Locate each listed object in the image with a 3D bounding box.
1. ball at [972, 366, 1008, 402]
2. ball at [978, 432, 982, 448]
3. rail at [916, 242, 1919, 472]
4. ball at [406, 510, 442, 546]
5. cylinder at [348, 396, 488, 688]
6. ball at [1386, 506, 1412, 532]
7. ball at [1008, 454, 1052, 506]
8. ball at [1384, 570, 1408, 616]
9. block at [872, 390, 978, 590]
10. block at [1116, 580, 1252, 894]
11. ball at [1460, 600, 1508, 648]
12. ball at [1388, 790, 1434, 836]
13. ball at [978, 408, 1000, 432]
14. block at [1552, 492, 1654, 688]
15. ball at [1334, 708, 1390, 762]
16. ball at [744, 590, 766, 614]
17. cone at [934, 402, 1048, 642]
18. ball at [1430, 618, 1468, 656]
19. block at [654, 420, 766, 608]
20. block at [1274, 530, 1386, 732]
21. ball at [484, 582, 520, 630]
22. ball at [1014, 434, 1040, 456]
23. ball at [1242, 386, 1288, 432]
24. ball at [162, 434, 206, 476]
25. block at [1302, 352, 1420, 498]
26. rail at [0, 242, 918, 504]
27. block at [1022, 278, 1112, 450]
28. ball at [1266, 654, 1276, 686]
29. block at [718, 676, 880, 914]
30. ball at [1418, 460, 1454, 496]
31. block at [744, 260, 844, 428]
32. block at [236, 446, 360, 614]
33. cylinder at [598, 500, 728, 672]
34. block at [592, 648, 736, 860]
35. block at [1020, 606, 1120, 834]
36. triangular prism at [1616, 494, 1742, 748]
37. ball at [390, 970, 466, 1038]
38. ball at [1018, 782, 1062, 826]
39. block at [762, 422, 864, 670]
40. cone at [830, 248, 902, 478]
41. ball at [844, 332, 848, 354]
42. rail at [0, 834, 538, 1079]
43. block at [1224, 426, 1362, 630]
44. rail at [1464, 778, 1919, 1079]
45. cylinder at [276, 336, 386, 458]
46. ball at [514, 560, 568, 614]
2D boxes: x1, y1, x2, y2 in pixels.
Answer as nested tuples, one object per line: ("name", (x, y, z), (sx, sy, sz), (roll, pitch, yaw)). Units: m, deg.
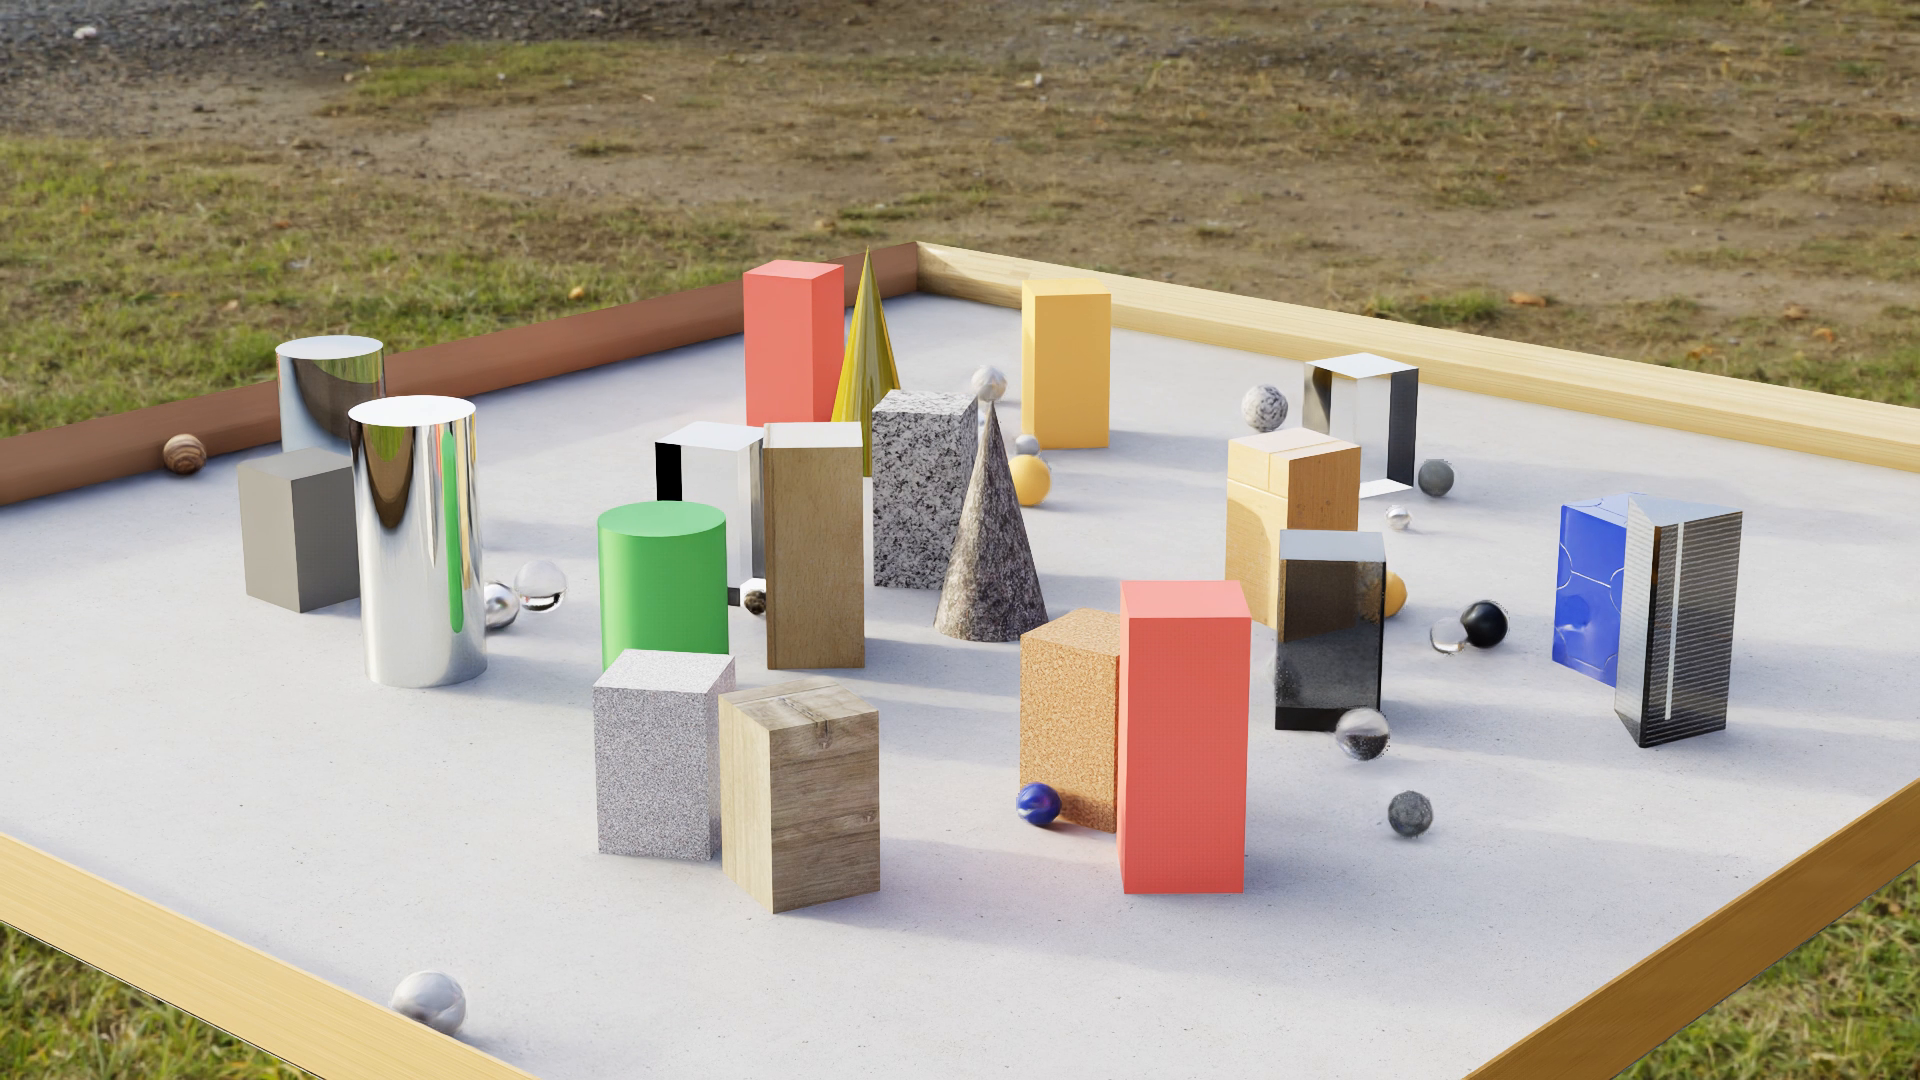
("ball", (0.065, -0.343, 6.455), (0.079, 0.079, 0.079), (0, 17, 0))
("ball", (0.051, -0.192, 5.986), (0.060, 0.060, 0.060), (0, 17, 0))
("rail", (1.208, -0.369, 6.452), (3.540, 0.128, 0.045), (14, 22, 39))
("ball", (-0.989, -0.022, 5.414), (0.065, 0.065, 0.065), (0, 17, 0))
("cylinder", (-0.867, 0.001, 4.701), (0.198, 0.431, 0.198), (0, 17, 0))
("ball", (0.824, -0.040, 5.505), (0.046, 0.046, 0.046), (0, 17, 0))
("ball", (0.128, -0.116, 5.669), (0.097, 0.097, 0.097), (0, 17, 0))
("ball", (0.724, 0.091, 5.011), (0.080, 0.080, 0.080), (0, 17, 0))
("block", (-0.060, -0.089, 5.196), (0.158, 0.319, 0.158), (3, 17, 11))
("block", (0.296, 0.262, 3.915), (0.158, 0.386, 0.158), (0, 17, -1))
("ball", (0.866, 0.140, 4.850), (0.079, 0.079, 0.079), (0, 17, 0))
("ball", (0.627, 0.381, 4.078), (0.064, 0.064, 0.064), (0, 17, 0))
("ball", (0.045, -0.238, 6.118), (0.073, 0.073, 0.073), (0, 17, 0))
("block", (1.076, 0.079, 4.731), (0.158, 0.266, 0.158), (-9, 19, -28))
("ball", (0.597, 0.288, 4.357), (0.080, 0.080, 0.080), (0, 17, 0))
("ball", (-0.348, 0.107, 5.026), (0.042, 0.042, 0.042), (0, 17, 0))
("cone", (0.053, -0.047, 4.924), (0.198, 0.396, 0.198), (0, 17, 0))
("ball", (0.802, 0.159, 4.819), (0.062, 0.062, 0.062), (0, 17, 0))
("block", (-0.422, -0.048, 5.126), (0.158, 0.279, 0.158), (7, 18, 21))
("block", (0.568, 0.139, 4.517), (0.158, 0.274, 0.158), (2, 17, 5))
("ball", (-0.783, 0.110, 4.947), (0.081, 0.081, 0.081), (0, 17, 0))
("ball", (0.137, -0.191, 5.996), (0.053, 0.053, 0.053), (0, 17, 0))
("ball", (0.644, -0.279, 6.206), (0.099, 0.099, 0.099), (0, 17, 0))
("ball", (-1.555, -0.171, 5.875), (0.084, 0.084, 0.084), (0, 17, 0))
("block", (0.787, -0.226, 5.782), (0.158, 0.243, 0.158), (-11, 20, -32))
("rail", (-1.318, -0.298, 6.216), (0.045, 0.128, 3.733), (14, 22, 39))
("block", (0.220, -0.368, 6.111), (0.158, 0.325, 0.158), (-2, 17, -8))
("ball", (0.517, 0.207, 4.658), (0.062, 0.062, 0.062), (0, 17, 0))
("block", (-0.213, 0.336, 3.896), (0.158, 0.255, 0.158), (-9, 19, -27))
("ball", (0.929, -0.120, 5.727), (0.072, 0.072, 0.072), (0, 17, 0))
("block", (-0.350, -0.408, 6.220), (0.158, 0.338, 0.158), (7, 18, 22))
("block", (-1.138, -0.019, 5.106), (0.158, 0.237, 0.158), (15, 22, 40))
("cylinder", (-0.460, 0.111, 4.563), (0.198, 0.301, 0.198), (0, 17, 0))
("block", (-0.405, 0.295, 4.052), (0.158, 0.243, 0.158), (3, 17, 10))
("block", (0.195, 0.253, 4.159), (0.158, 0.261, 0.158), (12, 20, 34))
("triangular prism", (1.062, 0.116, 4.465), (0.171, 0.348, 0.148), (-10, 19, -29))
("ball", (-0.628, 0.552, 3.466), (0.089, 0.089, 0.089), (0, 17, 0))
("ball", (0.112, 0.371, 4.116), (0.060, 0.060, 0.060), (0, 17, 0))
("block", (-0.238, 0.008, 4.782), (0.158, 0.372, 0.158), (-1, 17, -3))
("cone", (-0.183, -0.370, 5.898), (0.198, 0.452, 0.198), (0, 17, 0))
("ball", (-0.298, -0.442, 6.748), (0.099, 0.099, 0.099), (0, 17, 0))
("rail", (-1.208, 0.434, 3.788), (3.540, 0.128, 0.045), (14, 22, 39))
("block", (0.566, -0.020, 4.997), (0.158, 0.301, 0.158), (-11, 20, -32))
("rail", (1.318, 0.362, 4.024), (0.045, 0.128, 3.733), (14, 22, 39))
("cylinder", (-1.181, -0.201, 5.537), (0.198, 0.335, 0.198), (0, 17, 0))
("ball", (-0.720, 0.080, 5.028), (0.092, 0.092, 0.092), (0, 17, 0))
